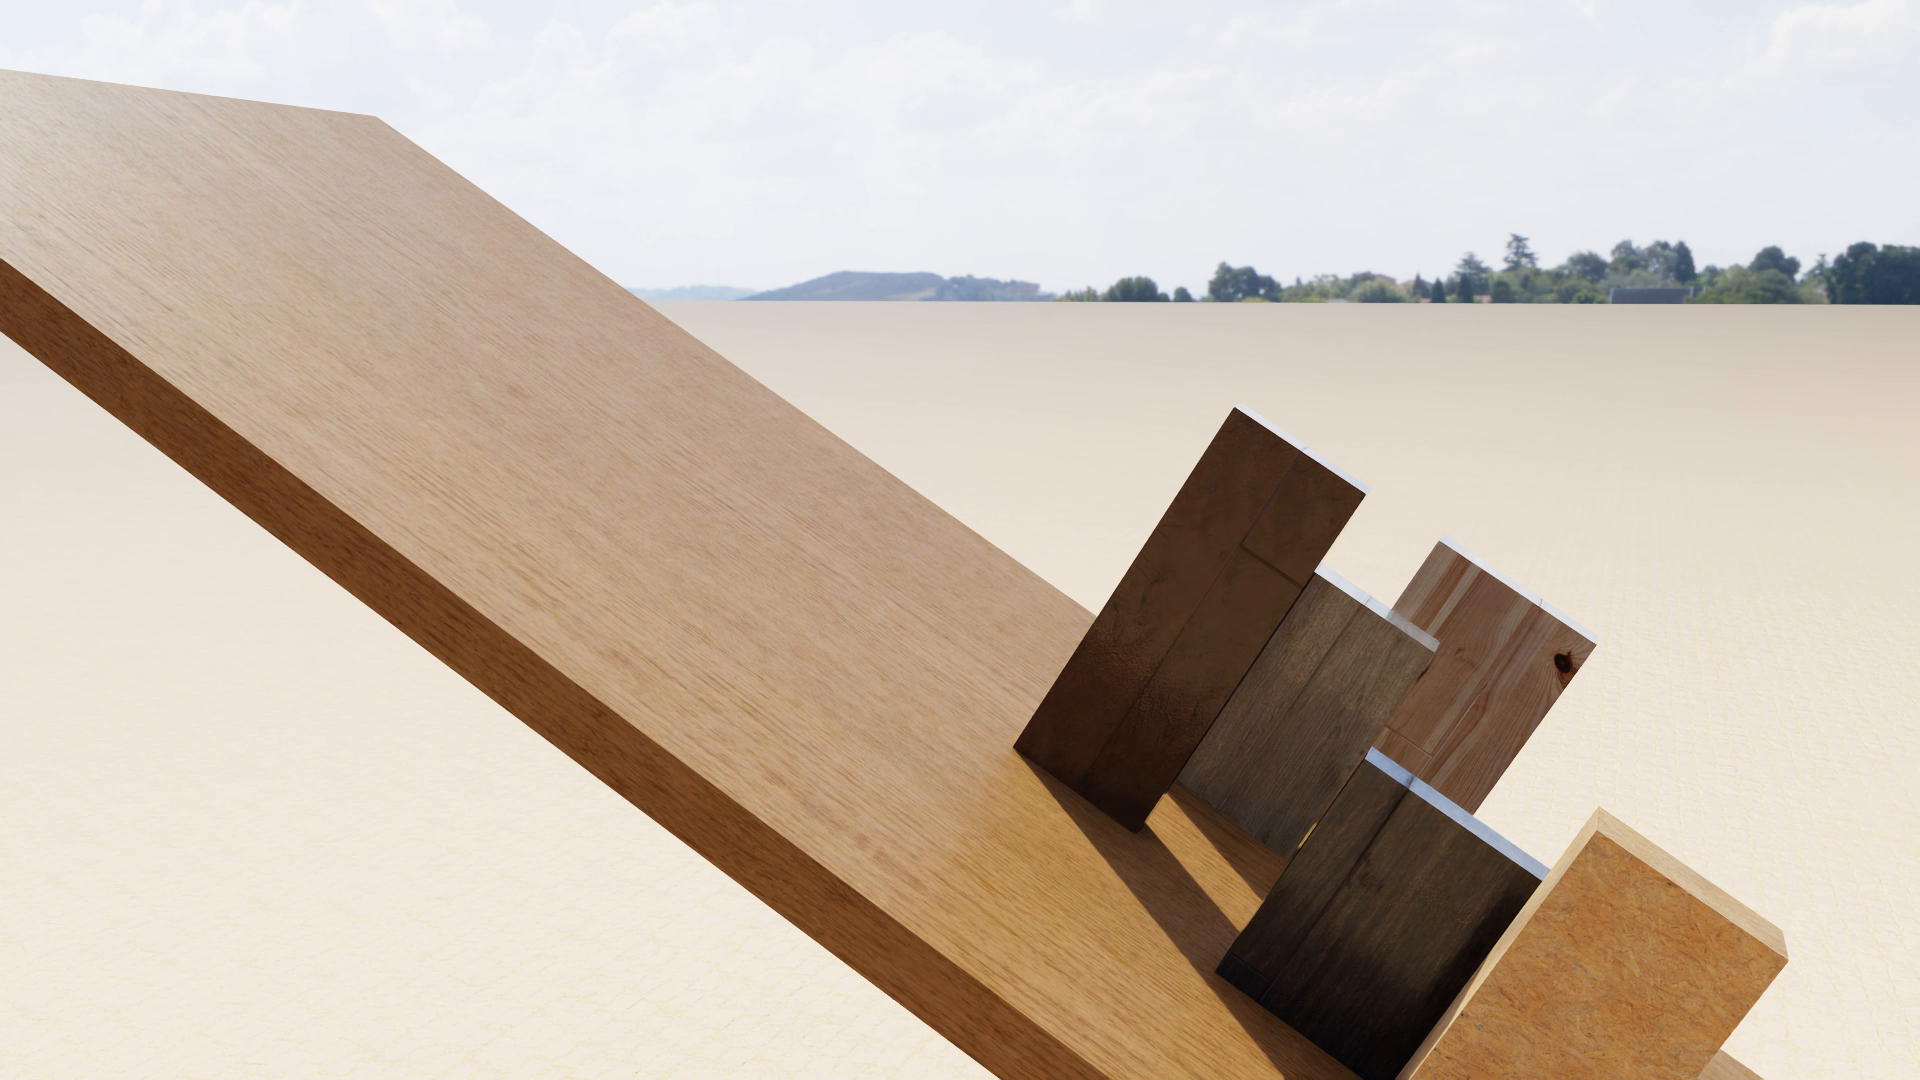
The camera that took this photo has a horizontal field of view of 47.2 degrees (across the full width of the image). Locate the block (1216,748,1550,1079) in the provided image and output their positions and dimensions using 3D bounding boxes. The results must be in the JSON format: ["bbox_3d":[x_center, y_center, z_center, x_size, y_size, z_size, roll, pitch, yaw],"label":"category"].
[{"bbox_3d":[0.682,0.616,3.497,0.366,0.433,0.094,35,15,11],"label":"block"}]

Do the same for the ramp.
[{"bbox_3d":[-0.141,0.235,4.106,4.000,0.100,2.000,35,15,11],"label":"ramp"}]

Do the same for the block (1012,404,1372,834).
[{"bbox_3d":[0.403,0.142,3.869,0.269,0.732,0.089,35,15,11],"label":"block"}]

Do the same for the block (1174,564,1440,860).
[{"bbox_3d":[0.621,0.299,4.262,0.385,0.497,0.122,35,15,11],"label":"block"}]

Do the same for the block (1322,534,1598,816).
[{"bbox_3d":[0.990,0.352,4.593,0.376,0.617,0.115,35,15,11],"label":"block"}]

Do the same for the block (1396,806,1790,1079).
[{"bbox_3d":[0.864,0.727,3.150,0.303,0.614,0.145,35,15,11],"label":"block"}]
